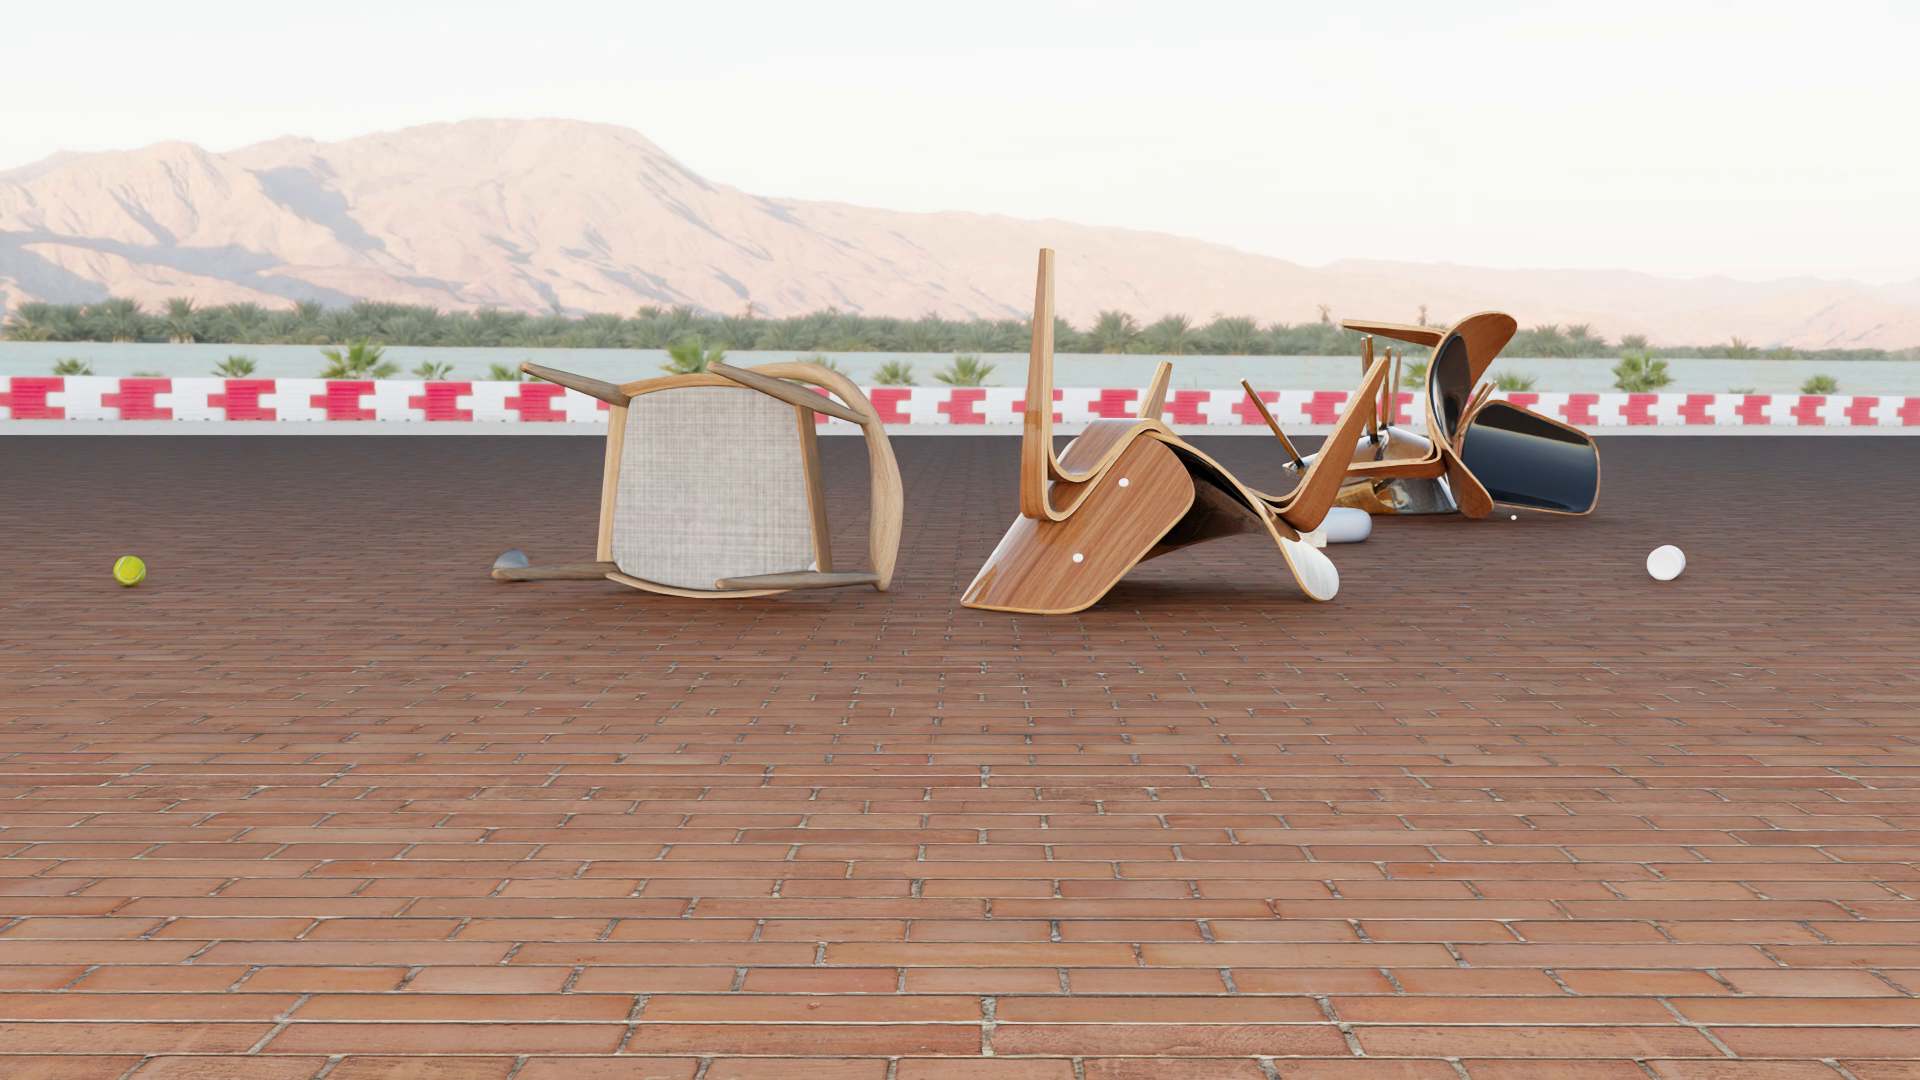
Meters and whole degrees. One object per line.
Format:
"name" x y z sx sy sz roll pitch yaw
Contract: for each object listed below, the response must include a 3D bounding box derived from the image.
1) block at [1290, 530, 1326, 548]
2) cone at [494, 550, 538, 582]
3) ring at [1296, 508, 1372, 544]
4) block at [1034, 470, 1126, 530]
"block" 0.996 -0.005 6.286 0.083 0.046 0.063 -1 4 -13
"cone" -1.019 0.078 5.138 0.095 0.079 0.107 28 16 28
"ring" 1.107 -0.043 6.516 0.206 0.093 0.313 4 6 32
"block" 0.388 -0.130 7.120 0.219 0.180 0.204 3 5 35
